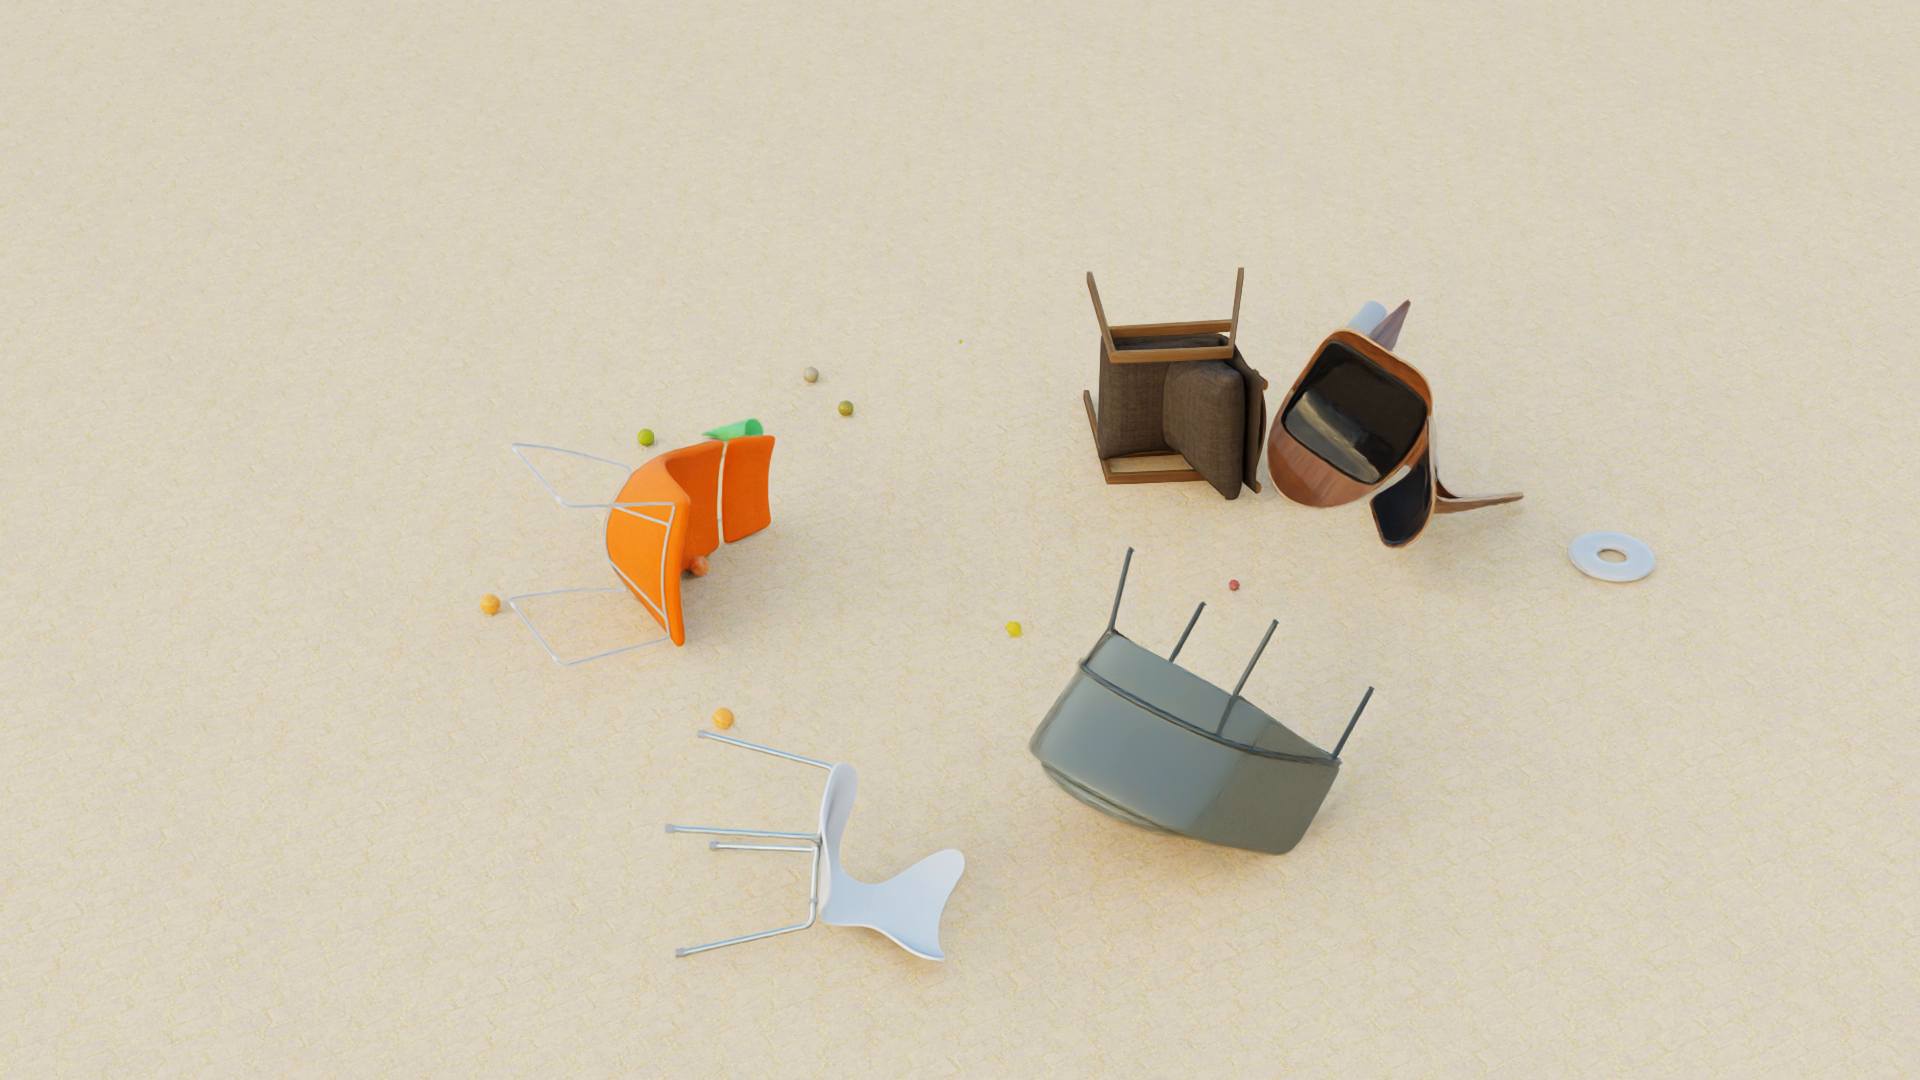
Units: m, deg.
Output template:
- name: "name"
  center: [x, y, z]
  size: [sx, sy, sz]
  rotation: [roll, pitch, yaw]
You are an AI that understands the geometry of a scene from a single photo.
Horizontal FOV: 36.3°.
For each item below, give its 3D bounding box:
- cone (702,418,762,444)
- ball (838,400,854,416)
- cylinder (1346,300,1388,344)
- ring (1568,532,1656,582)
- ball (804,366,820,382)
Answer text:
- name: "cone"
  center: [-0.917, -0.419, 11.527]
  size: [0.241, 0.106, 0.151]
  rotation: [-3, 1, 25]
- name: "ball"
  center: [-0.455, -0.526, 11.684]
  size: [0.064, 0.064, 0.064]
  rotation: [0, 33, 0]
- name: "cylinder"
  center: [1.697, -0.907, 12.234]
  size: [0.109, 0.085, 0.219]
  rotation: [47, 43, -2]
- name: "ring"
  center: [2.405, 0.060, 10.813]
  size: [0.315, 0.045, 0.322]
  rotation: [-6, 34, -10]
- name: "ball"
  center: [-0.605, -0.672, 11.907]
  size: [0.064, 0.064, 0.064]
  rotation: [0, 33, 0]
